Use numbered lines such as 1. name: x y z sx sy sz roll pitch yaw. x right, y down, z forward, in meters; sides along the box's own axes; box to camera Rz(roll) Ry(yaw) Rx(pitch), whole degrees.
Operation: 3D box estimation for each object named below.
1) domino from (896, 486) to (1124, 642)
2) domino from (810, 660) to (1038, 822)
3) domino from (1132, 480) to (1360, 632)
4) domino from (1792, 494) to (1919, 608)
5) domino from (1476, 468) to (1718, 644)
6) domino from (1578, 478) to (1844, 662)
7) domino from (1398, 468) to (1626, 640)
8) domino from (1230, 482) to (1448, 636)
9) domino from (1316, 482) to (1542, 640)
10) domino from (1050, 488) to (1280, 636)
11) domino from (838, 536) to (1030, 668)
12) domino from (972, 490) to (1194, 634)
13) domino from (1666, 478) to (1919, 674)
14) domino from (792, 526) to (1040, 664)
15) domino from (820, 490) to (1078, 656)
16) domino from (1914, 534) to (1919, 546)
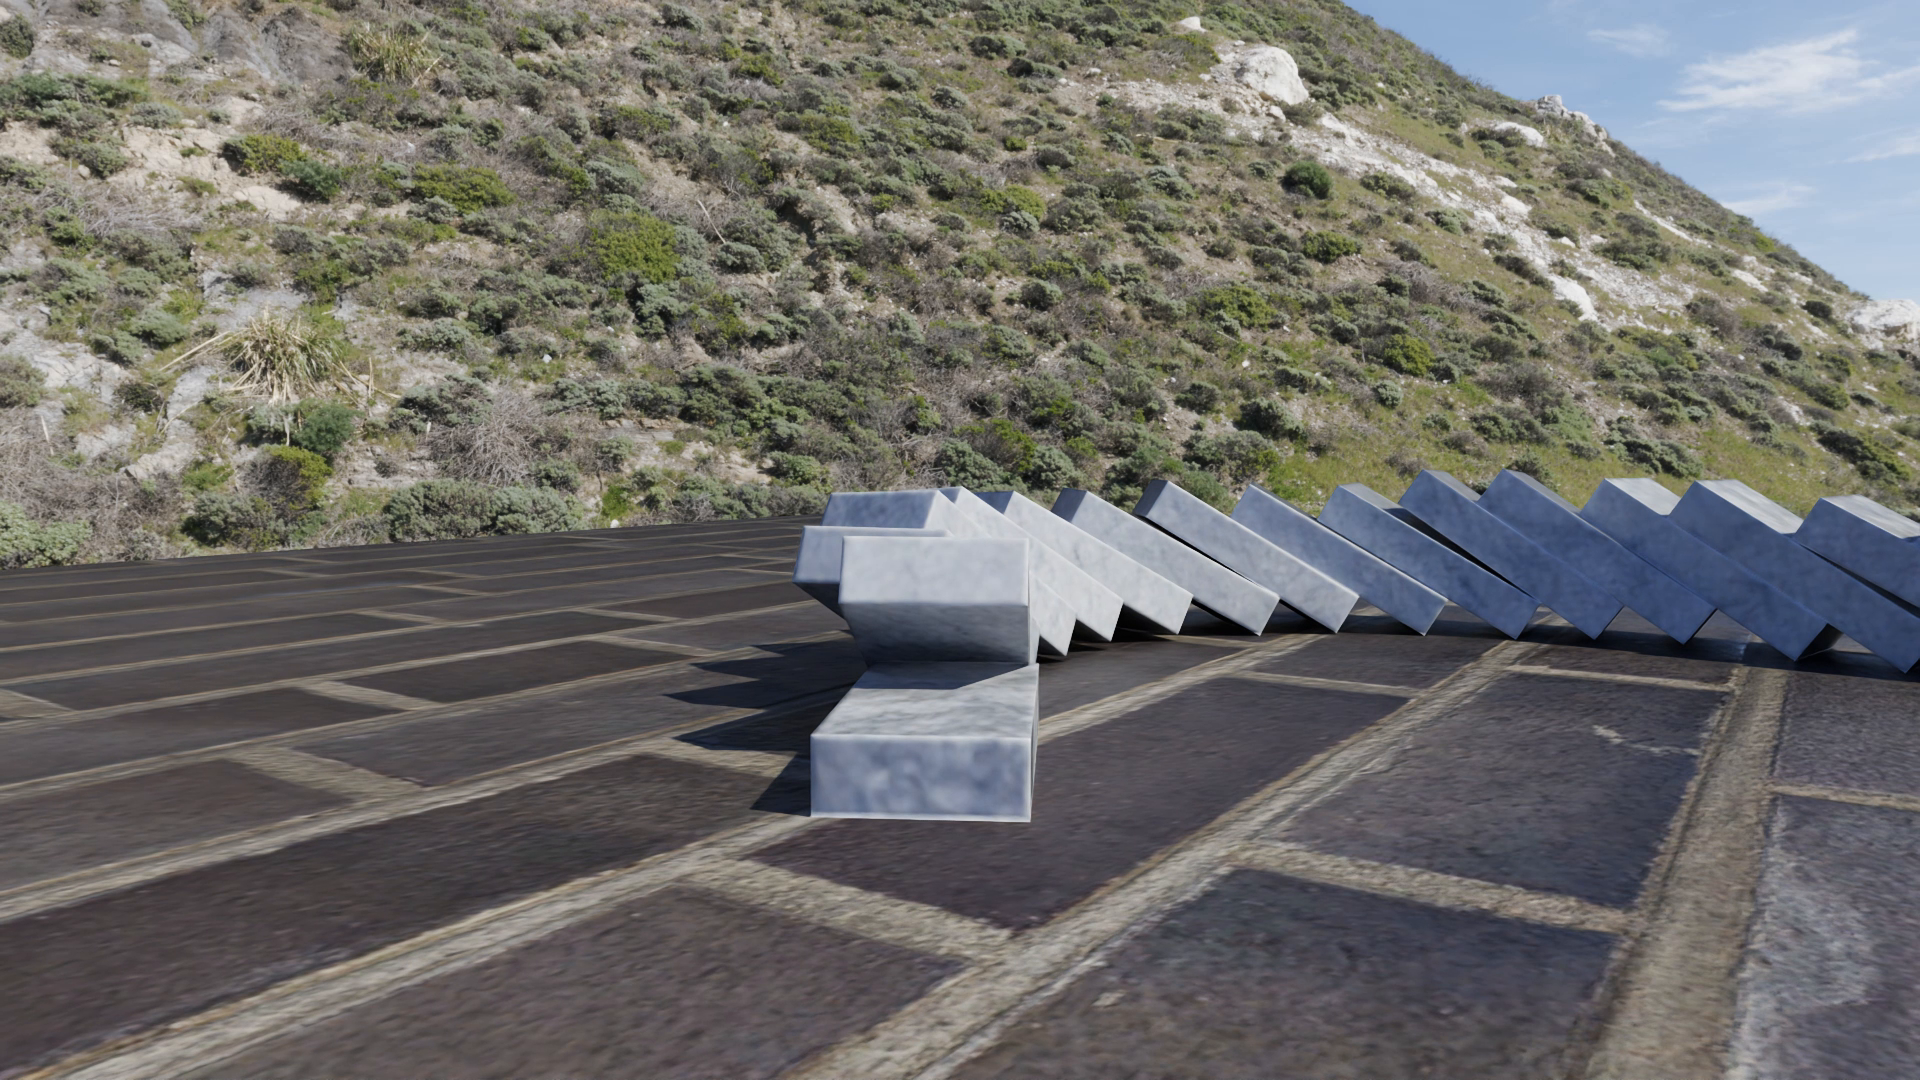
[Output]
1. domino: 0.008 0.006 0.261 0.050 0.009 0.025 34 -22 -36
2. domino: -0.003 0.025 0.170 0.025 0.009 0.050 0 4 5
3. domino: 0.065 0.003 0.298 0.050 0.009 0.025 31 3 -2
4. domino: 0.188 0.008 0.241 0.025 0.010 0.050 -4 34 -40
5. domino: 0.141 0.003 0.282 0.050 0.009 0.025 41 22 26
6. domino: 0.160 0.005 0.271 0.025 0.009 0.050 -3 38 -42
7. domino: 0.126 0.002 0.291 0.050 0.010 0.025 40 21 24
8. domino: 0.088 0.003 0.300 0.050 0.009 0.025 32 11 10
9. domino: 0.110 0.004 0.298 0.050 0.009 0.025 34 19 22
10. domino: 0.045 0.004 0.293 0.050 0.009 0.025 28 0 -9
11. domino: -0.002 0.013 0.194 0.025 0.009 0.050 1 -21 4
12. domino: 0.023 0.005 0.279 0.050 0.009 0.025 29 -12 -24
13. domino: 0.172 0.006 0.258 0.025 0.009 0.050 -3 38 -42
14. domino: -0.006 0.011 0.220 0.025 0.010 0.050 2 -20 22
15. domino: -0.001 0.007 0.242 0.025 0.010 0.050 0 -27 38
16. domino: 0.201 0.009 0.227 0.025 0.009 0.050 -3 34 -40
